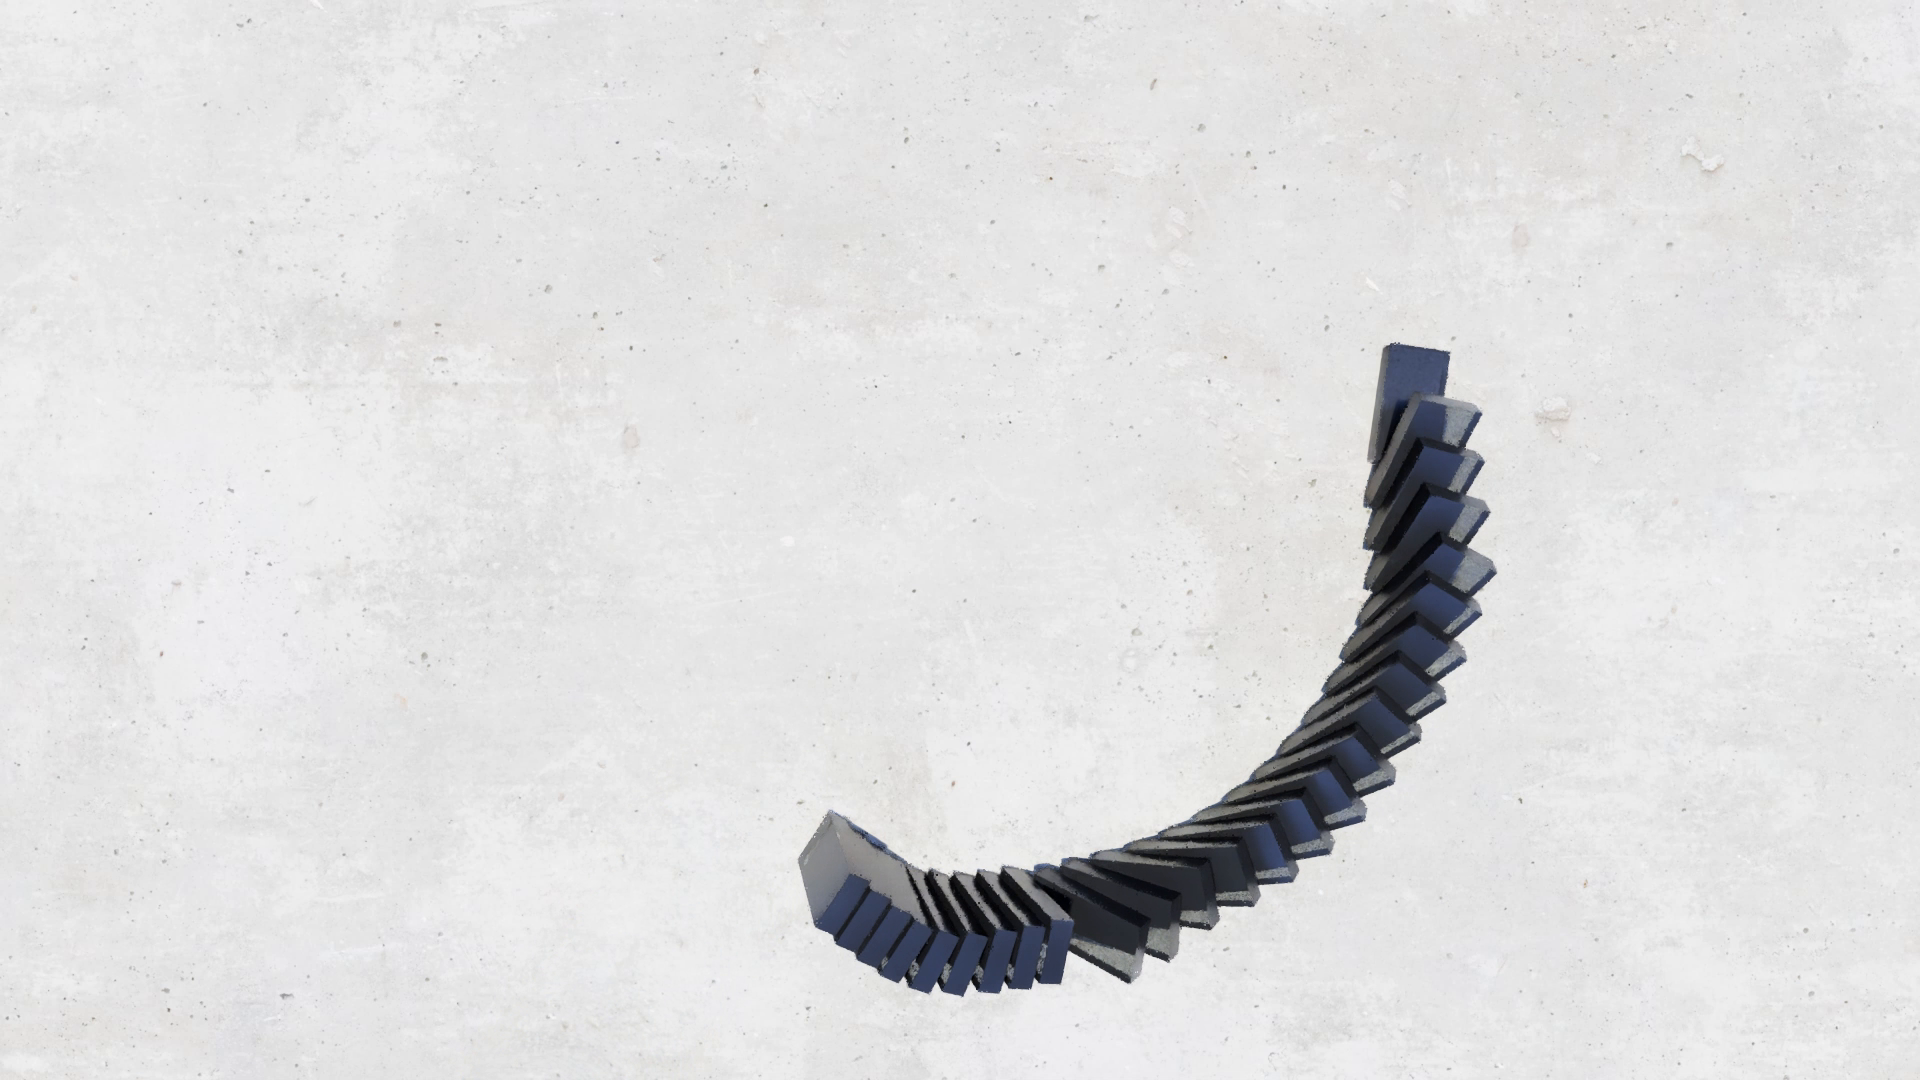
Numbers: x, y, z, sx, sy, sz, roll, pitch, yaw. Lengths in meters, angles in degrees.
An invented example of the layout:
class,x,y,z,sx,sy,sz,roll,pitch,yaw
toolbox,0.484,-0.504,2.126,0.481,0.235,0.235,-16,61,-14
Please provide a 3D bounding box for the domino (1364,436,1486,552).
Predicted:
class,x,y,z,sx,sy,sz,roll,pitch,yaw
domino,0.193,-0.016,0.383,0.025,0.010,0.050,14,122,0

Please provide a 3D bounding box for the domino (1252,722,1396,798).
class,x,y,z,sx,sy,sz,roll,pitch,yaw
domino,0.151,0.098,0.381,0.025,0.009,0.050,50,127,0

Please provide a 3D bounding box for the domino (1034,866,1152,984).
class,x,y,z,sx,sy,sz,roll,pitch,yaw
domino,0.052,0.158,0.379,0.050,0.010,0.025,15,102,36

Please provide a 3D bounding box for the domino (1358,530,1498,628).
class,x,y,z,sx,sy,sz,roll,pitch,yaw
domino,0.194,0.023,0.382,0.025,0.009,0.050,29,125,0

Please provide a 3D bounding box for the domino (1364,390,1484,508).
class,x,y,z,sx,sy,sz,roll,pitch,yaw
domino,0.192,-0.035,0.383,0.025,0.009,0.050,12,122,0

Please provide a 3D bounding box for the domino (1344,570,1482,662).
class,x,y,z,sx,sy,sz,roll,pitch,yaw
domino,0.187,0.038,0.382,0.025,0.009,0.050,31,125,-1

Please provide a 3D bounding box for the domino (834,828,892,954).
class,x,y,z,sx,sy,sz,roll,pitch,yaw
domino,-0.045,0.142,0.375,0.009,0.050,0.025,33,90,-21

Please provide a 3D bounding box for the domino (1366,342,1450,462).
class,x,y,z,sx,sy,sz,roll,pitch,yaw
domino,0.193,-0.057,0.395,0.025,0.010,0.050,8,90,0

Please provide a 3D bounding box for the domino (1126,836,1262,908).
class,x,y,z,sx,sy,sz,roll,pitch,yaw
domino,0.096,0.138,0.381,0.050,0.010,0.025,-17,90,37

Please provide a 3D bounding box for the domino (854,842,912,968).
class,x,y,z,sx,sy,sz,roll,pitch,yaw
domino,-0.036,0.148,0.375,0.010,0.050,0.025,33,90,-21

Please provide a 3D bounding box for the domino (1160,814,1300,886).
class,x,y,z,sx,sy,sz,roll,pitch,yaw
domino,0.111,0.130,0.381,0.050,0.009,0.025,-22,90,37

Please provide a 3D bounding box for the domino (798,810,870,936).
class,x,y,z,sx,sy,sz,roll,pitch,yaw
domino,-0.052,0.135,0.375,0.010,0.050,0.025,33,90,-21

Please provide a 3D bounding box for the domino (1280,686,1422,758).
class,x,y,z,sx,sy,sz,roll,pitch,yaw
domino,0.162,0.084,0.382,0.025,0.010,0.050,43,125,0

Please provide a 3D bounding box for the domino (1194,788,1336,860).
class,x,y,z,sx,sy,sz,roll,pitch,yaw
domino,0.126,0.121,0.381,0.050,0.010,0.025,-28,90,37

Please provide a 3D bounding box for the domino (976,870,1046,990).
class,x,y,z,sx,sy,sz,roll,pitch,yaw
domino,0.017,0.158,0.375,0.010,0.050,0.025,13,90,-21

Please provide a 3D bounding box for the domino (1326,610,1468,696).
class,x,y,z,sx,sy,sz,roll,pitch,yaw
domino,0.181,0.055,0.382,0.025,0.009,0.050,36,125,-1

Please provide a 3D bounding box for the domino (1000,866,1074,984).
class,x,y,z,sx,sy,sz,roll,pitch,yaw
domino,0.029,0.156,0.375,0.010,0.050,0.025,12,90,-21

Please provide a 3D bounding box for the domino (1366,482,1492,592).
class,x,y,z,sx,sy,sz,roll,pitch,yaw
domino,0.194,0.003,0.382,0.025,0.009,0.050,17,125,0

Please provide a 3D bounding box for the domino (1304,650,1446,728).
class,x,y,z,sx,sy,sz,roll,pitch,yaw
domino,0.172,0.070,0.382,0.025,0.010,0.050,40,125,0

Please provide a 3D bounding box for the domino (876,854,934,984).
class,x,y,z,sx,sy,sz,roll,pitch,yaw
domino,-0.028,0.153,0.375,0.009,0.050,0.025,33,90,-21

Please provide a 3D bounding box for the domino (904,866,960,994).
class,x,y,z,sx,sy,sz,roll,pitch,yaw
domino,-0.018,0.158,0.375,0.009,0.050,0.025,28,90,-21

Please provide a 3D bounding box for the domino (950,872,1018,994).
class,x,y,z,sx,sy,sz,roll,pitch,yaw
domino,0.006,0.159,0.375,0.010,0.050,0.025,16,90,-21

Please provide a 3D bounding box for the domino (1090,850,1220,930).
class,x,y,z,sx,sy,sz,roll,pitch,yaw
domino,0.080,0.145,0.381,0.050,0.009,0.025,-10,90,38

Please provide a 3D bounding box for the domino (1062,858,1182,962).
class,x,y,z,sx,sy,sz,roll,pitch,yaw
domino,0.066,0.153,0.380,0.050,0.010,0.025,5,96,37

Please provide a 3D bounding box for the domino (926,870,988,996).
class,x,y,z,sx,sy,sz,roll,pitch,yaw
domino,-0.006,0.159,0.375,0.009,0.050,0.025,23,90,-21

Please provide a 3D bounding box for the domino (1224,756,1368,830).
class,x,y,z,sx,sy,sz,roll,pitch,yaw
domino,0.139,0.110,0.381,0.050,0.010,0.025,-34,90,37
